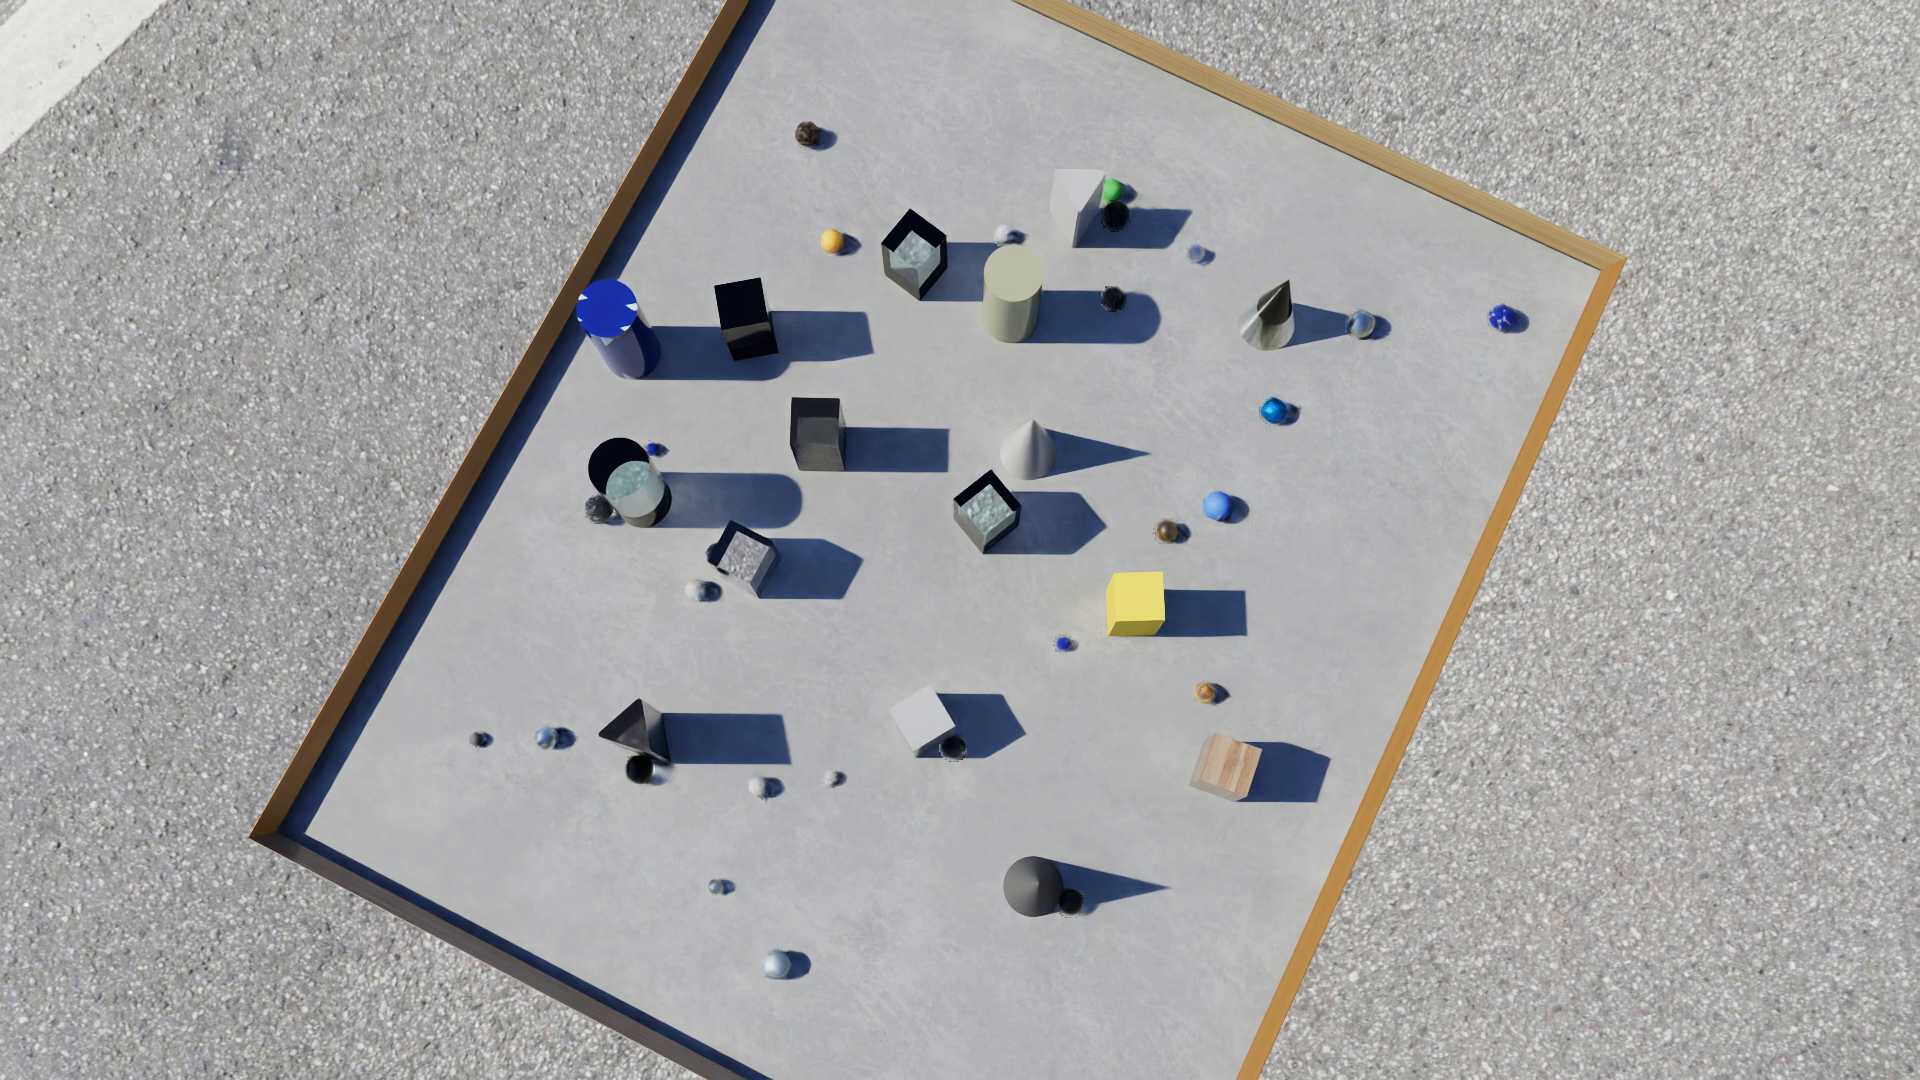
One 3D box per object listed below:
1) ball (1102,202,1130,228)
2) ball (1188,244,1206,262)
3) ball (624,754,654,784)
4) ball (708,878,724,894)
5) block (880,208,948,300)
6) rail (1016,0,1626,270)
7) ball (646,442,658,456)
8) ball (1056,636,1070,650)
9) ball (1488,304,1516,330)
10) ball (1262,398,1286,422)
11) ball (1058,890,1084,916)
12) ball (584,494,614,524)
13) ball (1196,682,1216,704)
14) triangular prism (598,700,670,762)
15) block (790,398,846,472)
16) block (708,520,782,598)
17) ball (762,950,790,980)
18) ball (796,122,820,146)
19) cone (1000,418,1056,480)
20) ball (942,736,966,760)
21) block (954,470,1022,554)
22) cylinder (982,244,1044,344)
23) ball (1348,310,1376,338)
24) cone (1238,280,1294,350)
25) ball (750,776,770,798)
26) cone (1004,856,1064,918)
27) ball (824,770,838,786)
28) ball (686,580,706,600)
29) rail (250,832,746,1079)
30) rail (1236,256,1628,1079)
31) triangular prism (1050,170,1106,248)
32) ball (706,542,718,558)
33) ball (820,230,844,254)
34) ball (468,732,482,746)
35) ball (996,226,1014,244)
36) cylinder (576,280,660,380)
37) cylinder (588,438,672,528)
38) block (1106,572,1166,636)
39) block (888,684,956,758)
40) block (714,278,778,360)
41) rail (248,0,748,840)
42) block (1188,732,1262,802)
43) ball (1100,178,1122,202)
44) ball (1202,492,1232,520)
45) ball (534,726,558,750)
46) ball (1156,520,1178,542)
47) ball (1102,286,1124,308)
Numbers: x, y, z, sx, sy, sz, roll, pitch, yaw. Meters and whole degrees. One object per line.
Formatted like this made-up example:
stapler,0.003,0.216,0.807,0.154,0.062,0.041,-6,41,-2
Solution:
ball,0.492,-1.026,5.784,0.085,0.085,0.085,0,78,0
ball,0.744,-0.904,5.774,0.056,0.056,0.056,0,78,0
ball,-0.950,0.679,5.428,0.086,0.086,0.086,0,78,0
ball,-0.716,1.018,5.382,0.046,0.046,0.046,0,78,0
block,-0.139,-0.877,5.654,0.141,0.280,0.141,37,81,7
rail,0.759,-1.481,5.863,2.906,0.115,0.045,26,80,5
ball,-0.949,-0.281,5.654,0.040,0.040,0.040,0,78,0
ball,0.312,0.312,5.529,0.044,0.044,0.044,0,78,0
ball,1.693,-0.694,5.717,0.083,0.083,0.083,0,78,0
ball,0.969,-0.400,5.660,0.076,0.076,0.076,0,78,0
ball,0.325,1.059,5.360,0.074,0.074,0.074,0,78,0
ball,-1.102,-0.095,5.591,0.087,0.087,0.087,0,78,0
ball,0.736,0.459,5.489,0.063,0.063,0.063,0,78,0
triangular prism,-0.919,0.544,5.314,0.153,0.371,0.133,18,79,4
block,-0.424,-0.315,5.514,0.141,0.328,0.141,1,78,0
block,-0.641,0.060,5.471,0.141,0.261,0.141,27,80,5
ball,-0.534,1.234,5.318,0.085,0.085,0.085,0,78,0
ball,-0.486,-1.295,5.843,0.079,0.079,0.079,0,78,0
cone,0.212,-0.311,5.477,0.177,0.398,0.177,0,78,0
ball,-0.018,0.616,5.449,0.071,0.071,0.071,0,78,0
block,0.080,-0.082,5.489,0.141,0.282,0.141,-38,81,-7
cylinder,0.158,-0.743,5.568,0.177,0.396,0.177,0,78,0
ball,1.251,-0.675,5.712,0.086,0.086,0.086,0,78,0
cone,0.963,-0.721,5.556,0.177,0.410,0.177,0,78,0
ball,-0.594,0.731,5.434,0.061,0.061,0.061,0,78,0
cone,0.216,0.979,5.198,0.177,0.423,0.177,0,78,0
ball,-0.383,0.707,5.448,0.042,0.042,0.042,0,78,0
ball,-0.800,0.152,5.551,0.066,0.066,0.066,0,78,0
rail,-0.759,1.493,5.248,2.906,0.115,0.045,26,80,5
rail,1.279,0.632,5.426,0.045,0.115,3.442,26,80,5
triangular prism,0.343,-1.053,5.678,0.133,0.306,0.153,31,80,6
ball,-0.738,0.041,5.574,0.067,0.067,0.067,0,78,0
ball,-0.403,-0.942,5.772,0.075,0.075,0.075,0,78,0
ball,-1.446,0.595,5.471,0.043,0.043,0.043,0,78,0
ball,0.140,-0.964,5.786,0.058,0.058,0.058,0,78,0
cylinder,-1.025,-0.630,5.529,0.177,0.426,0.177,0,78,0
cylinder,-0.975,-0.166,5.439,0.177,0.415,0.177,0,78,0
block,0.517,0.192,5.428,0.141,0.290,0.141,-2,78,0
block,-0.110,0.534,5.394,0.141,0.219,0.141,-31,80,-6
block,-0.651,-0.672,5.598,0.141,0.307,0.141,-11,79,-2
rail,-1.279,-0.620,5.685,0.045,0.115,3.442,26,80,5
block,0.773,0.666,5.349,0.141,0.254,0.141,19,79,4
ball,0.480,-1.109,5.808,0.072,0.072,0.072,0,78,0
ball,0.786,-0.104,5.592,0.088,0.088,0.088,0,78,0
ball,-1.234,0.589,5.459,0.069,0.069,0.069,0,78,0
ball,0.631,-0.028,5.588,0.067,0.067,0.067,0,78,0
ball,0.482,-0.758,5.738,0.068,0.068,0.068,0,78,0
